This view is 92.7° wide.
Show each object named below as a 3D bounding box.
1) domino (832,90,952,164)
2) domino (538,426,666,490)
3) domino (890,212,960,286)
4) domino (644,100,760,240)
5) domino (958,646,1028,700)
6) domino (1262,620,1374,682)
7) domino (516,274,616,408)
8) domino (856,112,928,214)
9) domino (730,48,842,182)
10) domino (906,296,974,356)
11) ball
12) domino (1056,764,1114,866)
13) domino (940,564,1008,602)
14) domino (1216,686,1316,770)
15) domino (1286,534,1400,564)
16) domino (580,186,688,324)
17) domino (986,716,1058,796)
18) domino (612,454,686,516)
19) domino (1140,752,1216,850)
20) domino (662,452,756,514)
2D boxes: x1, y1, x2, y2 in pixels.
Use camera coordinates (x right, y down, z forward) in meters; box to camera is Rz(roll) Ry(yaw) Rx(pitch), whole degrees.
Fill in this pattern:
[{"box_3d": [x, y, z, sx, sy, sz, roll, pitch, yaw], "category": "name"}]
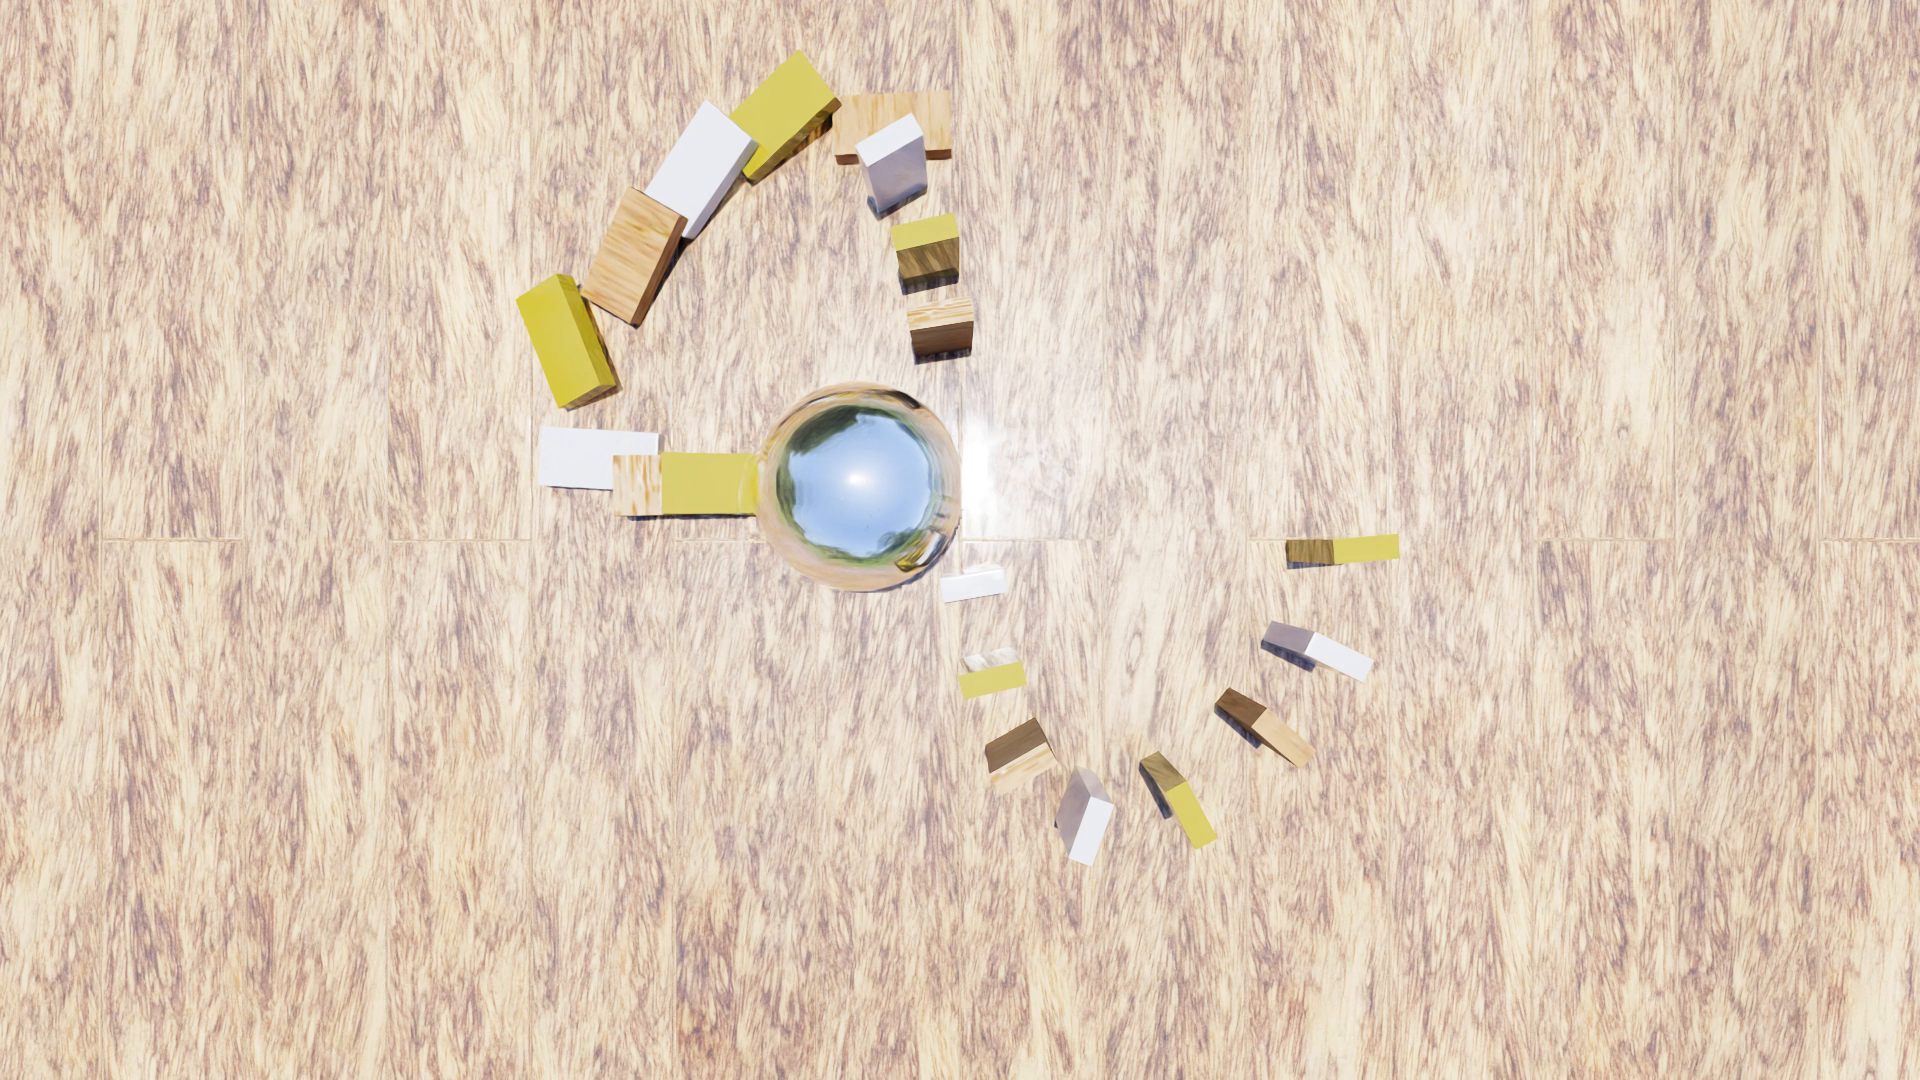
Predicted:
[{"box_3d": [-0.029, -0.178, 0.395, 0.050, 0.010, 0.025, -3, 90, 0], "category": "domino"}, {"box_3d": [-0.154, -0.034, 0.395, 0.050, 0.010, 0.025, 3, 90, 0], "category": "domino"}, {"box_3d": [-0.013, -0.118, 0.375, 0.025, 0.050, 0.010, -13, 90, 0], "category": "domino"}, {"box_3d": [-0.111, -0.157, 0.389, 0.025, 0.009, 0.050, 41, 105, 0], "category": "domino"}, {"box_3d": [0.012, 0.054, 0.375, 0.025, 0.050, 0.009, -13, 90, 0], "category": "domino"}, {"box_3d": [0.145, 0.045, 0.375, 0.025, 0.050, 0.009, 26, 90, 0], "category": "domino"}, {"box_3d": [-0.168, -0.084, 0.391, 0.025, 0.009, 0.050, -22, 90, 22], "category": "domino"}, {"box_3d": [-0.027, -0.153, 0.375, 0.025, 0.050, 0.010, -30, 90, 0], "category": "domino"}, {"box_3d": [-0.078, -0.180, 0.390, 0.050, 0.009, 0.025, -37, 90, 12], "category": "domino"}, {"box_3d": [-0.008, -0.087, 0.375, 0.025, 0.050, 0.009, -9, 90, 0], "category": "domino"}, {"box_3d": [-0.038, -0.020, 0.351, 0.080, 0.080, 0.080, 0, 90, 0], "category": "ball"}, {"box_3d": [0.050, 0.111, 0.375, 0.009, 0.050, 0.025, 20, 90, 0], "category": "domino"}, {"box_3d": [0.005, 0.017, 0.375, 0.025, 0.050, 0.010, -10, 90, 0], "category": "domino"}, {"box_3d": [0.124, 0.076, 0.375, 0.025, 0.050, 0.010, 41, 90, 0], "category": "domino"}, {"box_3d": [0.155, 0.003, 0.375, 0.025, 0.050, 0.009, -5, 90, 0], "category": "domino"}, {"box_3d": [-0.139, -0.121, 0.390, 0.025, 0.009, 0.050, 30, 102, 2], "category": "domino"}, {"box_3d": [0.024, 0.087, 0.375, 0.025, 0.050, 0.009, -30, 90, 0], "category": "domino"}, {"box_3d": [-0.120, -0.023, 0.388, 0.050, 0.010, 0.025, -2, 90, -17], "category": "domino"}, {"box_3d": [0.088, 0.105, 0.375, 0.009, 0.050, 0.025, -28, 90, 0], "category": "domino"}, {"box_3d": [-0.099, -0.023, 0.385, 0.050, 0.009, 0.025, 0, 90, -17], "category": "domino"}]
